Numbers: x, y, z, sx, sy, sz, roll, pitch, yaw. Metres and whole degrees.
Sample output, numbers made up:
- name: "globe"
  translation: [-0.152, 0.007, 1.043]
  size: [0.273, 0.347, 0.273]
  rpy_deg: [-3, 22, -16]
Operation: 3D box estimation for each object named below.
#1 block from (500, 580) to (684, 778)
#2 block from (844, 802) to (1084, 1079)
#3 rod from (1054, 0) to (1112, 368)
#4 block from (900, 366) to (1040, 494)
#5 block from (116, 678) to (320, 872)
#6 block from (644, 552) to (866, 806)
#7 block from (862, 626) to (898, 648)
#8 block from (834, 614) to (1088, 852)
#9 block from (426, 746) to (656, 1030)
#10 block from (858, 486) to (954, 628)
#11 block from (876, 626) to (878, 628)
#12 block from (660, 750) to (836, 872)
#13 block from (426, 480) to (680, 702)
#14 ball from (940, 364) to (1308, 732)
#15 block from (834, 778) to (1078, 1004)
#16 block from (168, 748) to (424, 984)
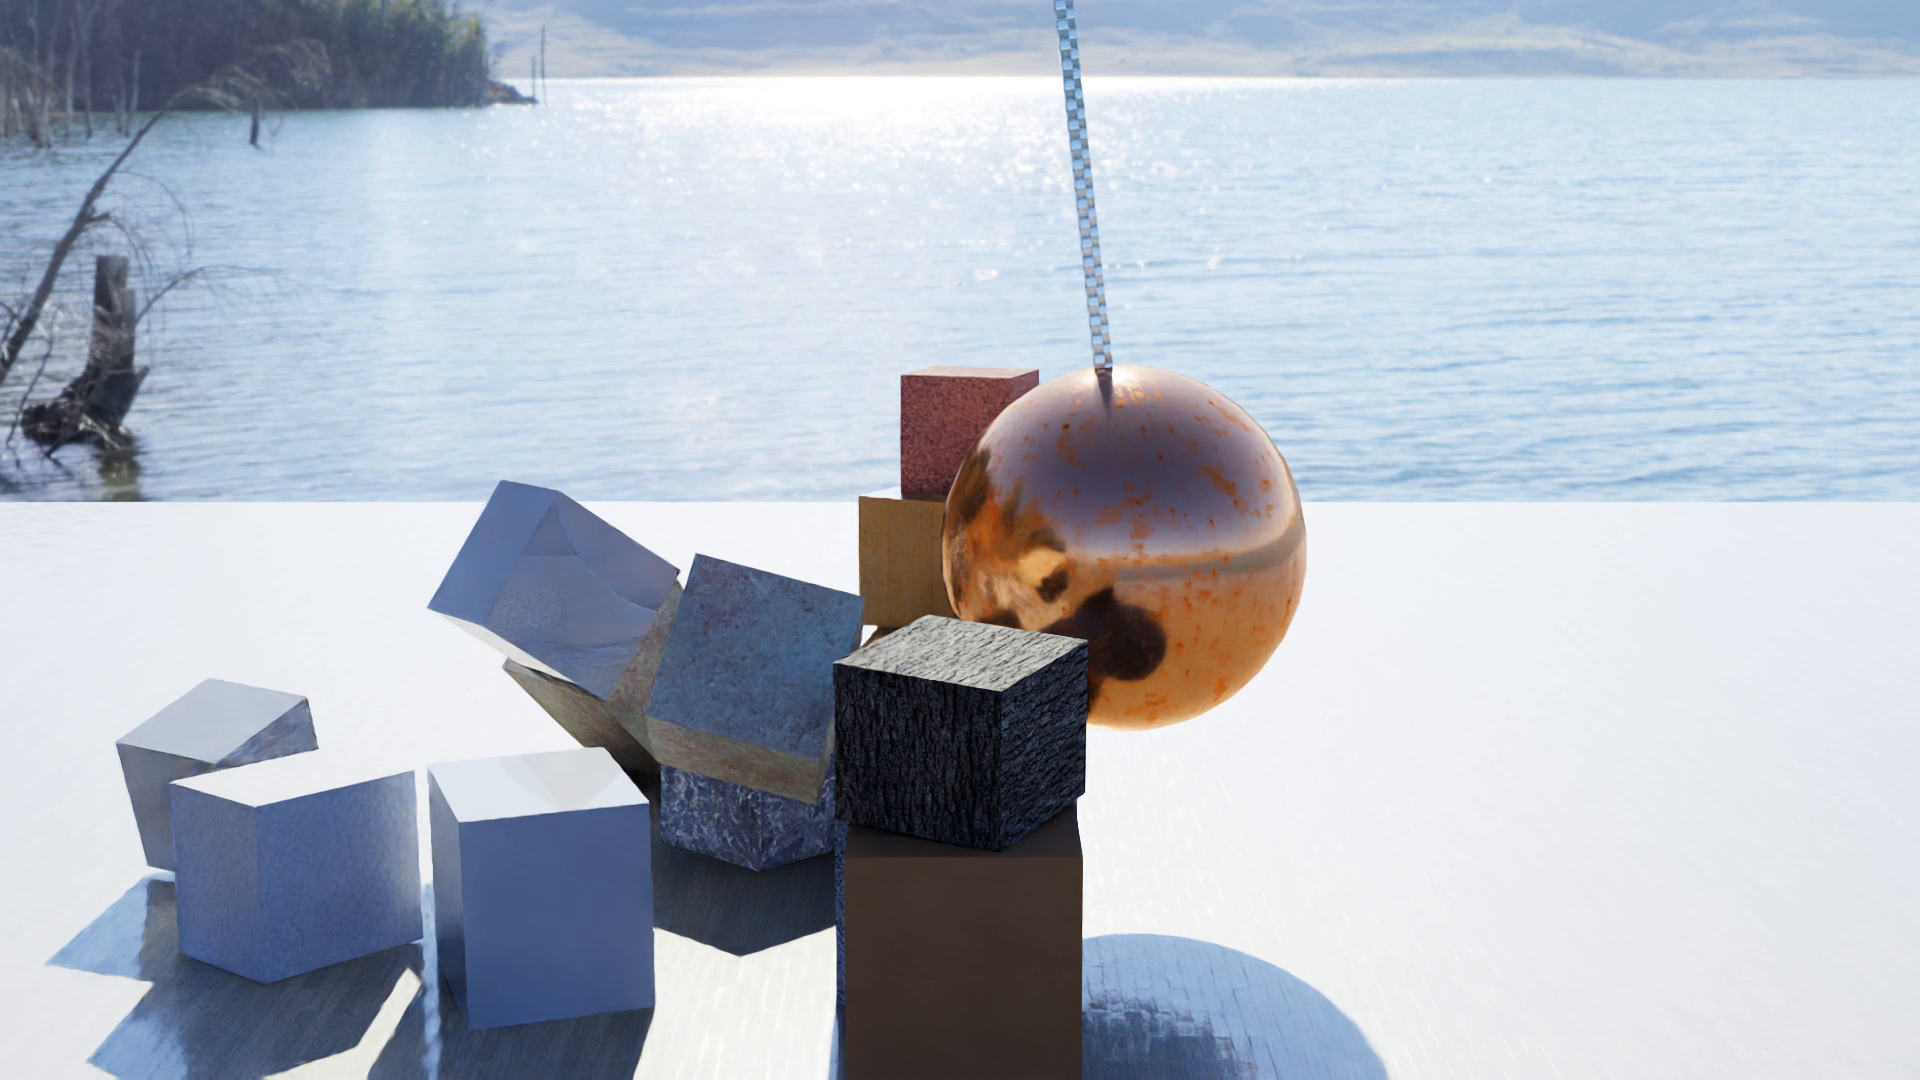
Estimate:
- name: "block"
  translation: [-1.666, 0.656, 13.030]
  size: [0.800, 0.758, 0.724]
  rpy_deg: [11, 59, 46]
- name: "block"
  translation: [0.013, 1.439, 9.360]
  size: [0.832, 0.820, 0.753]
  rpy_deg: [0, 10, 0]
- name: "rod"
  translation: [0.308, -3.285, 10.583]
  size: [0.080, 5.200, 0.080]
  rpy_deg: [-7, 10, 1]
- name: "block"
  translation: [0.054, -0.550, 12.820]
  size: [0.563, 0.585, 0.527]
  rpy_deg: [3, 10, 17]
- name: "block"
  translation: [-3.256, 1.073, 11.401]
  size: [0.571, 0.639, 0.604]
  rpy_deg: [8, 29, 26]
- name: "block"
  translation: [-0.768, 0.538, 9.743]
  size: [0.654, 0.650, 0.686]
  rpy_deg: [15, -20, 2]
- name: "block"
  translation: [-0.084, 0.865, 12.527]
  size: [0.689, 0.815, 0.678]
  rpy_deg: [1, 10, 8]
- name: "block"
  translation: [0.009, 0.688, 9.330]
  size: [0.675, 0.594, 0.678]
  rpy_deg: [8, 17, 28]
- name: "block"
  translation: [-1.636, 1.331, 9.974]
  size: [0.709, 0.804, 0.861]
  rpy_deg: [-4, 11, -19]
- name: "block"
  translation: [-0.030, 0.080, 12.775]
  size: [0.684, 0.644, 0.704]
  rpy_deg: [5, 10, 29]
- name: "block"
  translation: [0.037, 0.716, 13.382]
  size: [0.809, 0.803, 0.925]
  rpy_deg: [1, 10, 7]
- name: "block"
  translation: [-0.881, 1.047, 11.856]
  size: [0.682, 0.696, 0.738]
  rpy_deg: [10, 14, 42]
- name: "block"
  translation: [-1.941, 0.236, 12.257]
  size: [0.752, 0.719, 0.664]
  rpy_deg: [36, -14, -31]
- name: "ball"
  translation: [0.712, 0.036, 11.187]
  size: [1.600, 1.600, 1.600]
  rpy_deg: [0, 10, 0]
- name: "block"
  translation: [-0.020, 1.260, 10.179]
  size: [0.916, 0.879, 0.915]
  rpy_deg: [0, 10, -1]
- name: "block"
  translation: [-2.680, 1.299, 10.377]
  size: [0.609, 0.710, 0.748]
  rpy_deg: [7, 12, 41]
